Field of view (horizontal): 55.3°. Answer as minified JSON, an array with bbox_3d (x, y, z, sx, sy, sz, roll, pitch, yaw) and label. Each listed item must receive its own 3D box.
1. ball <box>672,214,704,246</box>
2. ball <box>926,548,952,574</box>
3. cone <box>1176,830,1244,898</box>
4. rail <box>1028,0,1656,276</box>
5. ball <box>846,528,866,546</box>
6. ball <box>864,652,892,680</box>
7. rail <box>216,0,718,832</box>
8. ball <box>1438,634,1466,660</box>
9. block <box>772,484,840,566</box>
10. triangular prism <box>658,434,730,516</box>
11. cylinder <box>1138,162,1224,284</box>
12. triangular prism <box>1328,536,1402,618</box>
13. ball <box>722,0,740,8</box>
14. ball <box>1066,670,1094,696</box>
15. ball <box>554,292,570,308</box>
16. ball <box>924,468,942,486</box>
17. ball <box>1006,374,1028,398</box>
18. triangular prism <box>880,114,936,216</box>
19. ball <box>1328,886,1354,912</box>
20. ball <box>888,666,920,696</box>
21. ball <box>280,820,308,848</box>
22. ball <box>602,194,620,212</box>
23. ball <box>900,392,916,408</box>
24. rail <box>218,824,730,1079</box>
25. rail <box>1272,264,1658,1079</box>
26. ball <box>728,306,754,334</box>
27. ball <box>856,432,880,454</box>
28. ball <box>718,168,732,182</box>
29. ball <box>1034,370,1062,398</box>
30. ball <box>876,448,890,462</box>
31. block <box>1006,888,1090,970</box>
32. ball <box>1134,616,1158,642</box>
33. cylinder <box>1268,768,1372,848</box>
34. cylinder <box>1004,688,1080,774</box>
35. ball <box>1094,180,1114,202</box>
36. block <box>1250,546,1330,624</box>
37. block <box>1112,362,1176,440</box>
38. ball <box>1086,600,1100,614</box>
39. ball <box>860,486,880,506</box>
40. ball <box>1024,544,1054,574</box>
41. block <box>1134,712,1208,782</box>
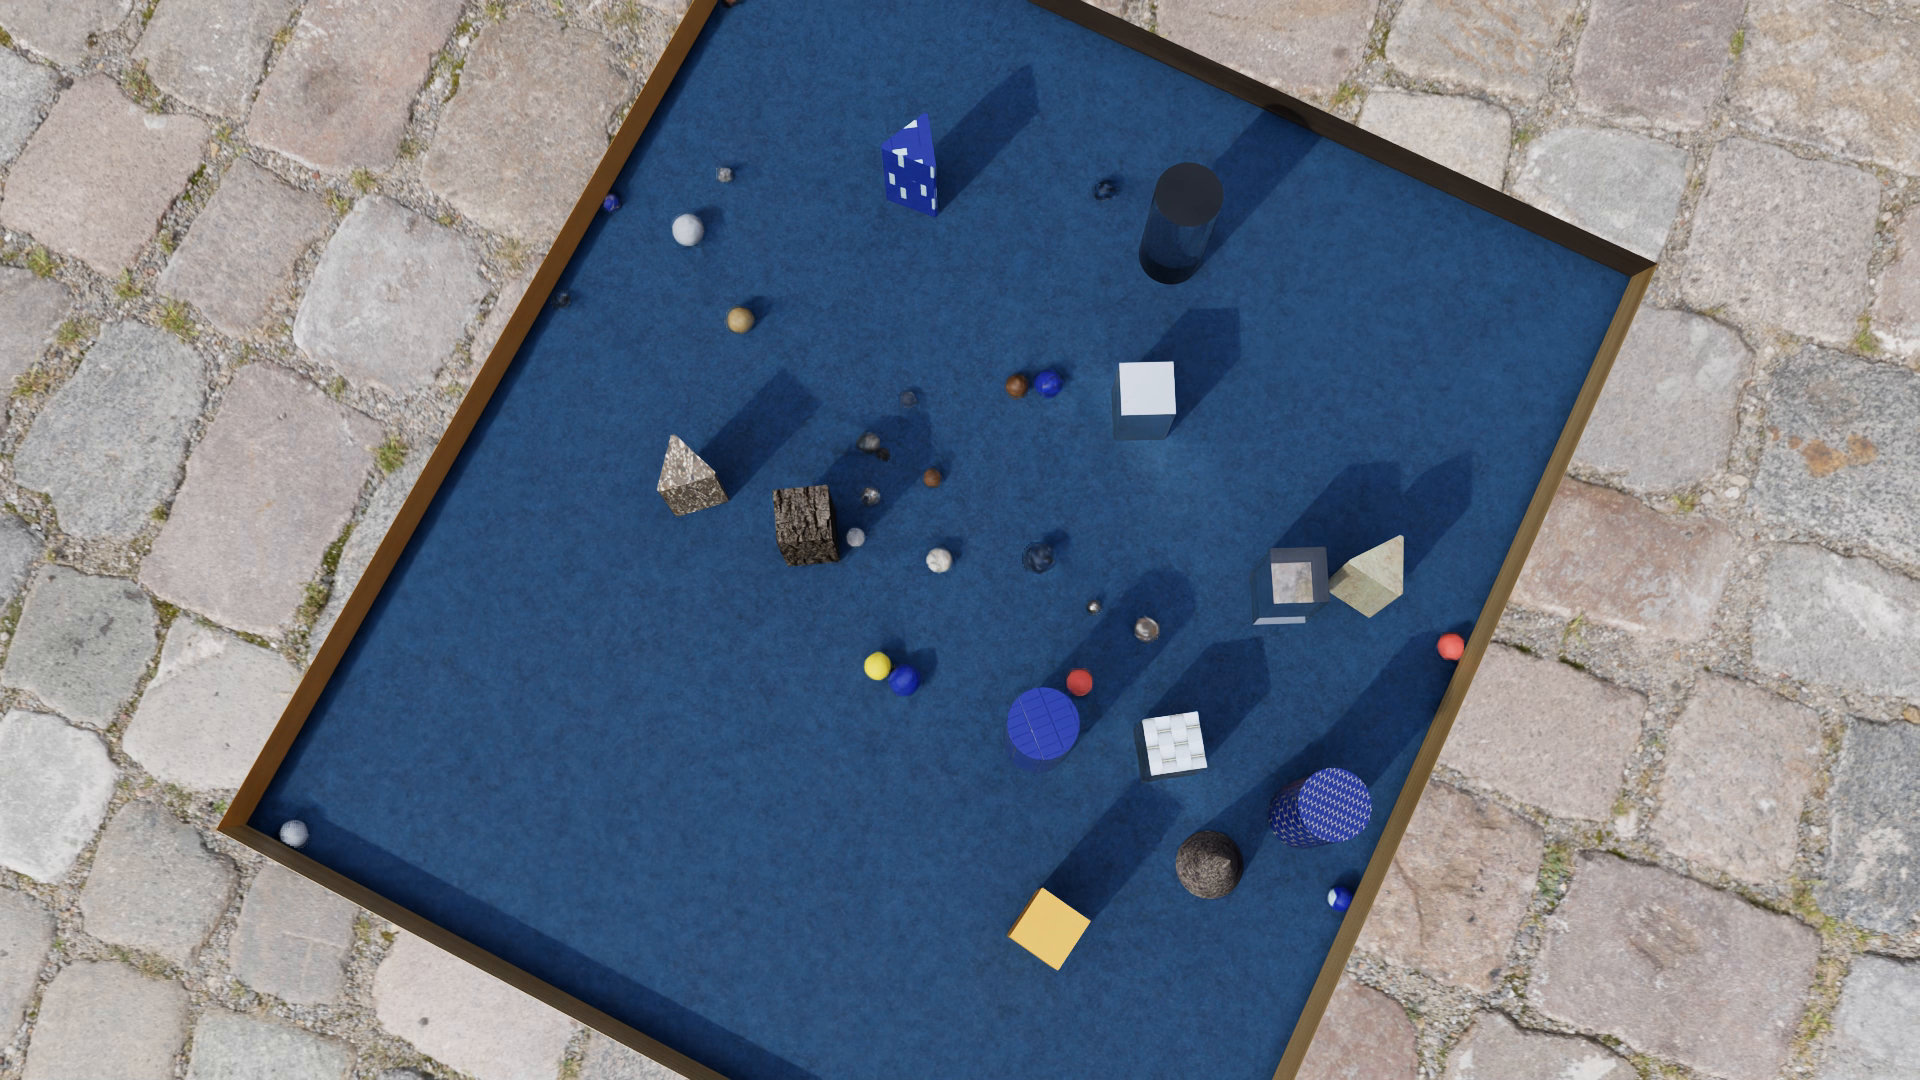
[{"bbox_3d":[-0.855,-0.976,5.768,0.100,0.100,0.100,0,78,0],"label":"ball"},{"bbox_3d":[-0.063,0.062,5.564,0.077,0.077,0.077,0,78,0],"label":"ball"},{"bbox_3d":[0.738,0.916,5.209,0.200,0.428,0.200,0,78,0],"label":"cone"},{"bbox_3d":[0.767,-1.496,5.859,3.086,0.130,0.045,26,80,5],"label":"rail"},{"bbox_3d":[-0.317,-0.009,5.589,0.058,0.058,0.058,0,78,0],"label":"ball"},{"bbox_3d":[-0.246,0.378,5.496,0.083,0.083,0.083,0,78,0],"label":"ball"},{"bbox_3d":[-1.359,-0.658,5.686,0.045,0.130,3.478,26,80,5],"label":"rail"},{"bbox_3d":[1.477,0.321,5.508,0.082,0.082,0.082,0,78,0],"label":"ball"},{"bbox_3d":[-0.454,-0.039,5.448,0.160,0.347,0.160,-5,78,-1],"label":"block"},{"bbox_3d":[-0.814,-0.203,5.486,0.173,0.337,0.150,-17,79,-3],"label":"triangular prism"},{"bbox_3d":[0.665,-0.954,5.563,0.200,0.493,0.200,0,78,0],"label":"cylinder"},{"bbox_3d":[1.219,0.088,5.400,0.173,0.389,0.150,33,80,6],"label":"triangular prism"},{"bbox_3d":[-0.744,-1.764,5.949,0.065,0.065,0.065,0,78,0],"label":"ball"},{"bbox_3d":[0.358,0.427,5.487,0.081,0.081,0.081,0,78,0],"label":"ball"},{"bbox_3d":[-1.248,-0.752,5.745,0.054,0.054,0.054,0,78,0],"label":"ball"},{"bbox_3d":[-0.085,-0.192,5.628,0.056,0.056,0.056,0,78,0],"label":"ball"},{"bbox_3d":[0.176,-0.478,5.679,0.072,0.072,0.072,0,78,0],"label":"ball"},{"bbox_3d":[-0.128,-1.168,5.656,0.173,0.396,0.150,21,79,4],"label":"triangular prism"},{"bbox_3d":[1.112,1.049,5.361,0.075,0.075,0.075,0,78,0],"label":"ball"},{"bbox_3d":[-0.166,0.421,5.481,0.094,0.094,0.094,0,78,0],"label":"ball"},{"bbox_3d":[-1.962,0.865,5.396,0.081,0.081,0.081,0,78,0],"label":"ball"},{"bbox_3d":[-1.105,-1.070,5.809,0.056,0.056,0.056,0,78,0],"label":"ball"},{"bbox_3d":[-0.161,-0.433,5.681,0.050,0.050,0.050,0,78,0],"label":"ball"},{"bbox_3d":[-0.767,1.509,5.237,3.086,0.130,0.045,26,80,5],"label":"rail"},{"bbox_3d":[1.359,0.672,5.410,0.045,0.130,3.478,26,80,5],"label":"rail"},{"bbox_3d":[-0.684,-0.686,5.716,0.084,0.084,0.084,0,78,0],"label":"ball"},{"bbox_3d":[-0.283,-0.299,5.643,0.068,0.068,0.068,0,78,0],"label":"ball"},{"bbox_3d":[-0.747,-1.162,5.833,0.048,0.048,0.048,0,78,0],"label":"ball"},{"bbox_3d":[0.274,-0.483,5.673,0.086,0.086,0.086,0,78,0],"label":"ball"},{"bbox_3d":[-0.239,-0.264,5.650,0.041,0.041,0.041,0,78,0],"label":"ball"},{"bbox_3d":[0.247,1.102,5.198,0.160,0.372,0.160,34,80,7],"label":"block"},{"bbox_3d":[0.561,0.268,5.523,0.074,0.074,0.074,0,78,0],"label":"ball"},{"bbox_3d":[1.015,0.767,5.203,0.200,0.499,0.200,0,78,0],"label":"cylinder"},{"bbox_3d":[0.229,0.551,5.263,0.200,0.469,0.200,0,78,0],"label":"cylinder"},{"bbox_3d":[0.457,-1.106,5.811,0.067,0.067,0.067,0,78,0],"label":"ball"},{"bbox_3d":[0.967,0.138,5.395,0.160,0.379,0.160,-2,78,0],"label":"block"},{"bbox_3d":[0.553,-0.417,5.551,0.160,0.297,0.160,-1,78,0],"label":"block"},{"bbox_3d":[0.404,0.202,5.552,0.044,0.044,0.044,0,78,0],"label":"ball"},{"bbox_3d":[-0.276,-0.135,5.614,0.059,0.059,0.059,0,78,0],"label":"ball"},{"bbox_3d":[0.242,0.056,5.558,0.091,0.091,0.091,0,78,0],"label":"ball"},{"bbox_3d":[0.609,0.607,5.344,0.160,0.288,0.160,-8,78,-2],"label":"block"}]
